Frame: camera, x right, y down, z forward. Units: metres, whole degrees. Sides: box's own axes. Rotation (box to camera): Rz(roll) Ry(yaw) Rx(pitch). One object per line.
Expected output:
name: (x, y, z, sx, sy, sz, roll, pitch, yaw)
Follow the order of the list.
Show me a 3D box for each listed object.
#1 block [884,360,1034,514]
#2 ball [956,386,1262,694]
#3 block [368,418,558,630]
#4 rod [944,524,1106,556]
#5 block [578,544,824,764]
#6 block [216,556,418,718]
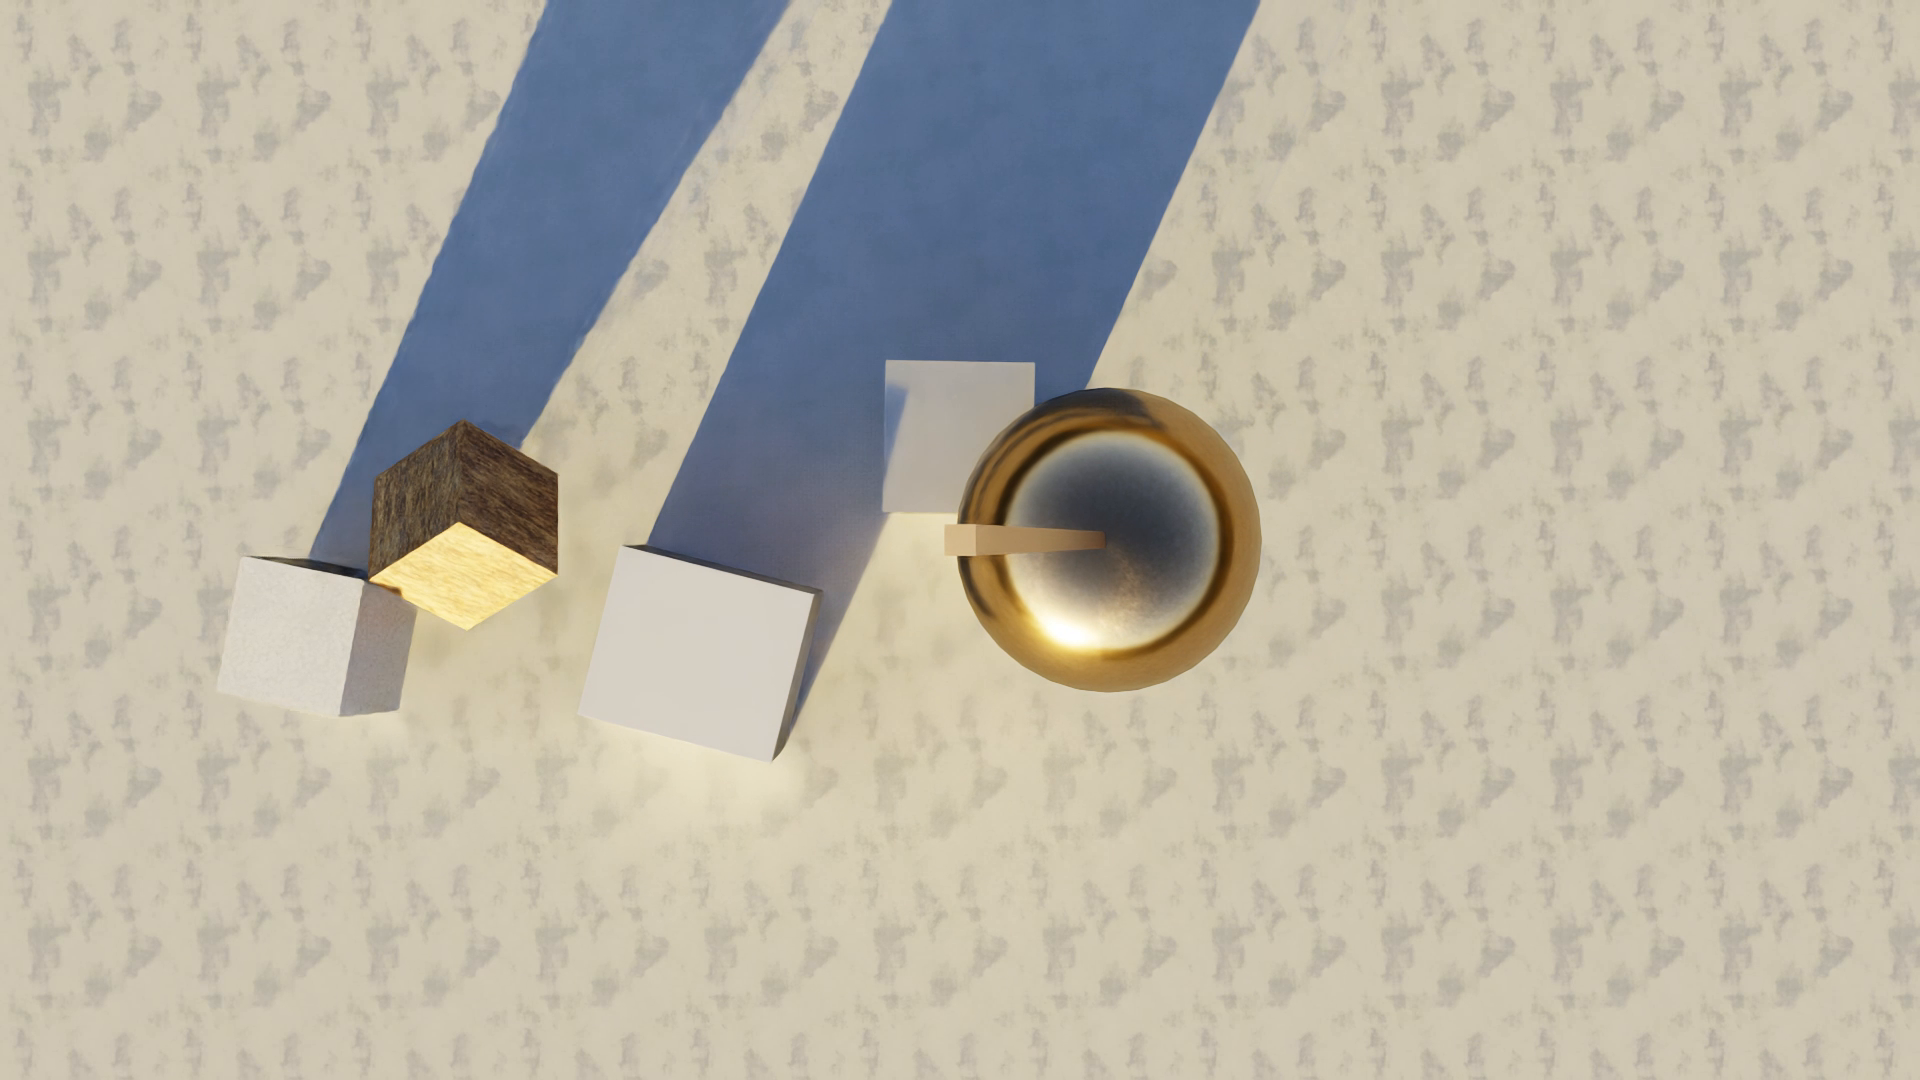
block: (-0.006, -0.570, 12.600, 0.827, 0.800, 0.842, 1, 90, 0)
ball: (0.773, 0.000, 11.506, 1.600, 1.600, 1.600, 0, 90, 0)
block: (-2.787, -0.078, 12.380, 0.745, 0.713, 0.716, -29, 49, 27)
rod: (0.335, 0.000, 8.134, 0.080, 5.200, 0.080, 0, 90, 7)
block: (-1.449, 0.627, 12.522, 1.095, 0.955, 0.957, 14, 90, 0)
block: (-3.639, 0.543, 12.543, 0.736, 0.806, 0.768, 11, 90, 9)
